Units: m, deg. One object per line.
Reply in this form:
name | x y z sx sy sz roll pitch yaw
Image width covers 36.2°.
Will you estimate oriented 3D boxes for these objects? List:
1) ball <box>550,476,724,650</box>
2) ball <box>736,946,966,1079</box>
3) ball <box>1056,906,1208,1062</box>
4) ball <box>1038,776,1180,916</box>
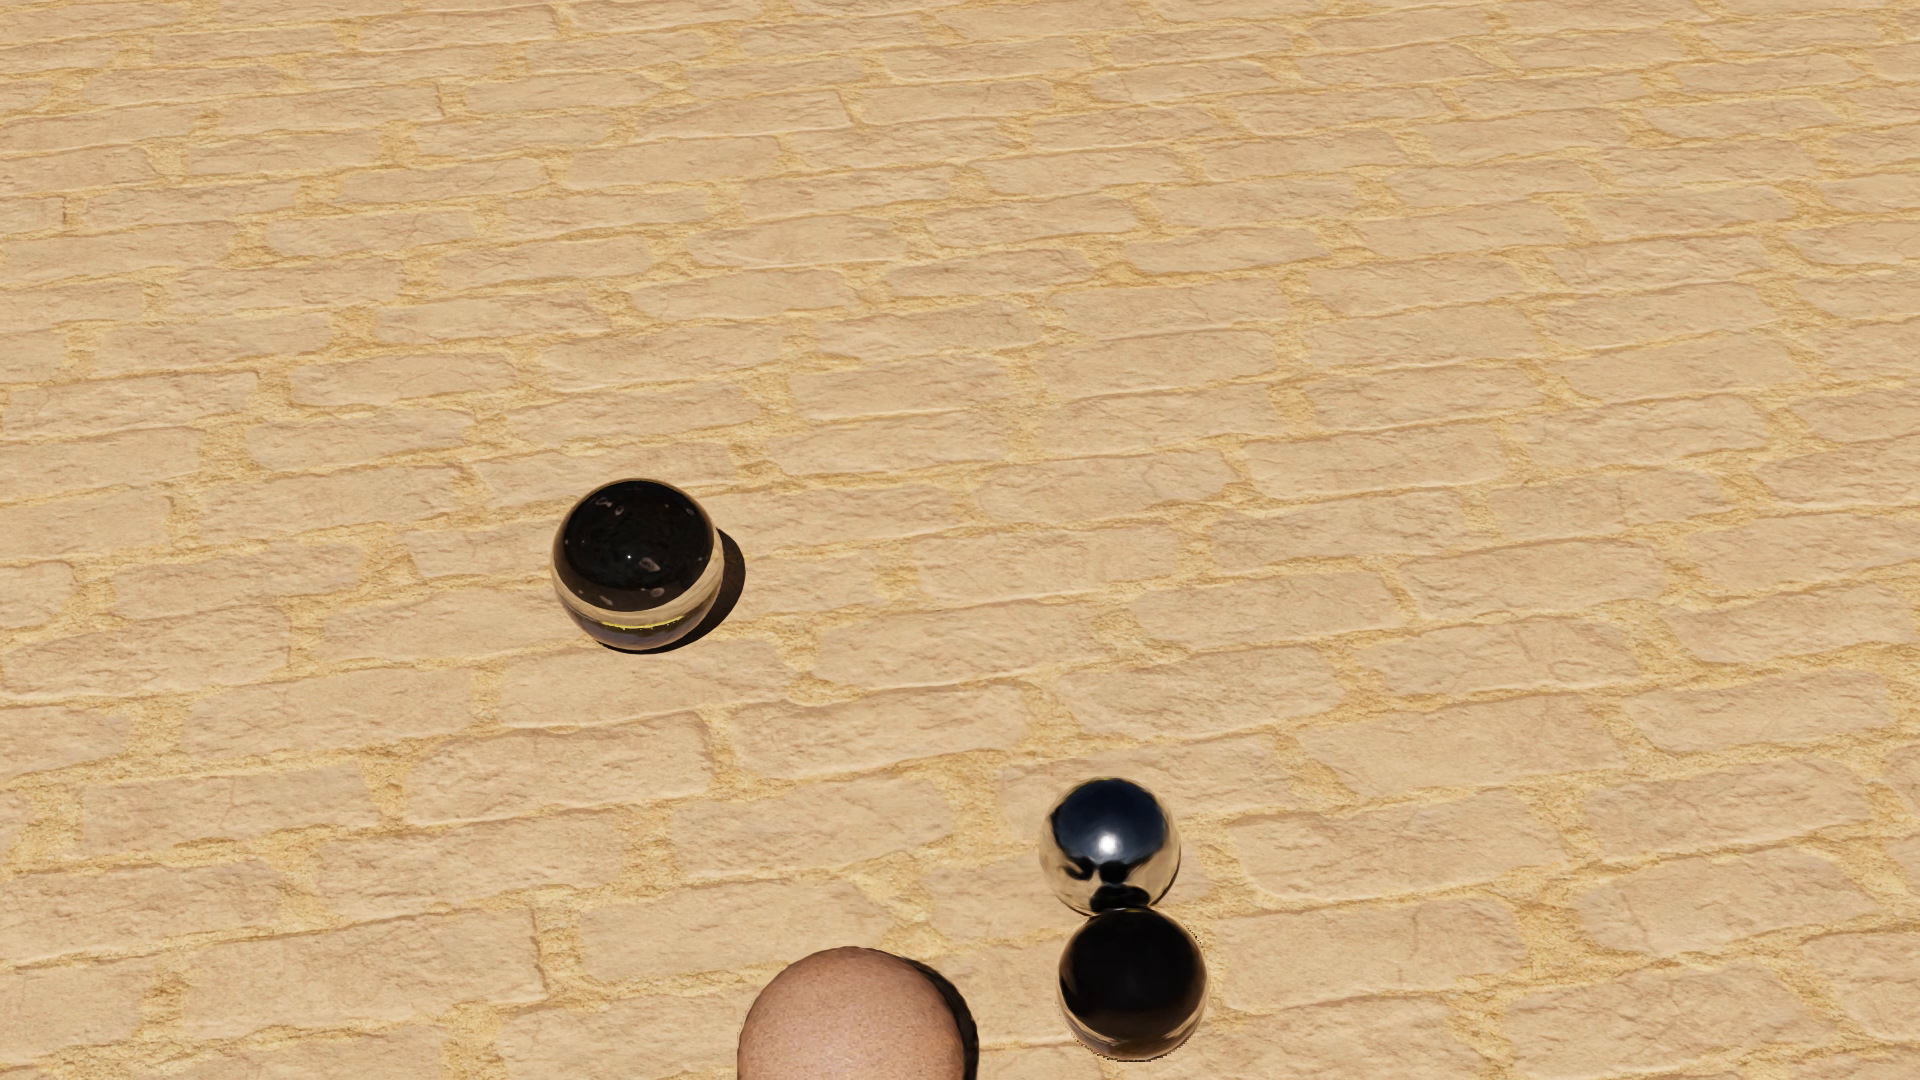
ball | -0.172 0.013 1.566 0.092 0.092 0.092 0 32 0
ball | -0.046 0.219 1.232 0.096 0.096 0.096 0 32 0
ball | 0.076 0.195 1.296 0.067 0.067 0.067 0 32 0
ball | 0.070 0.144 1.380 0.067 0.067 0.067 0 32 0
